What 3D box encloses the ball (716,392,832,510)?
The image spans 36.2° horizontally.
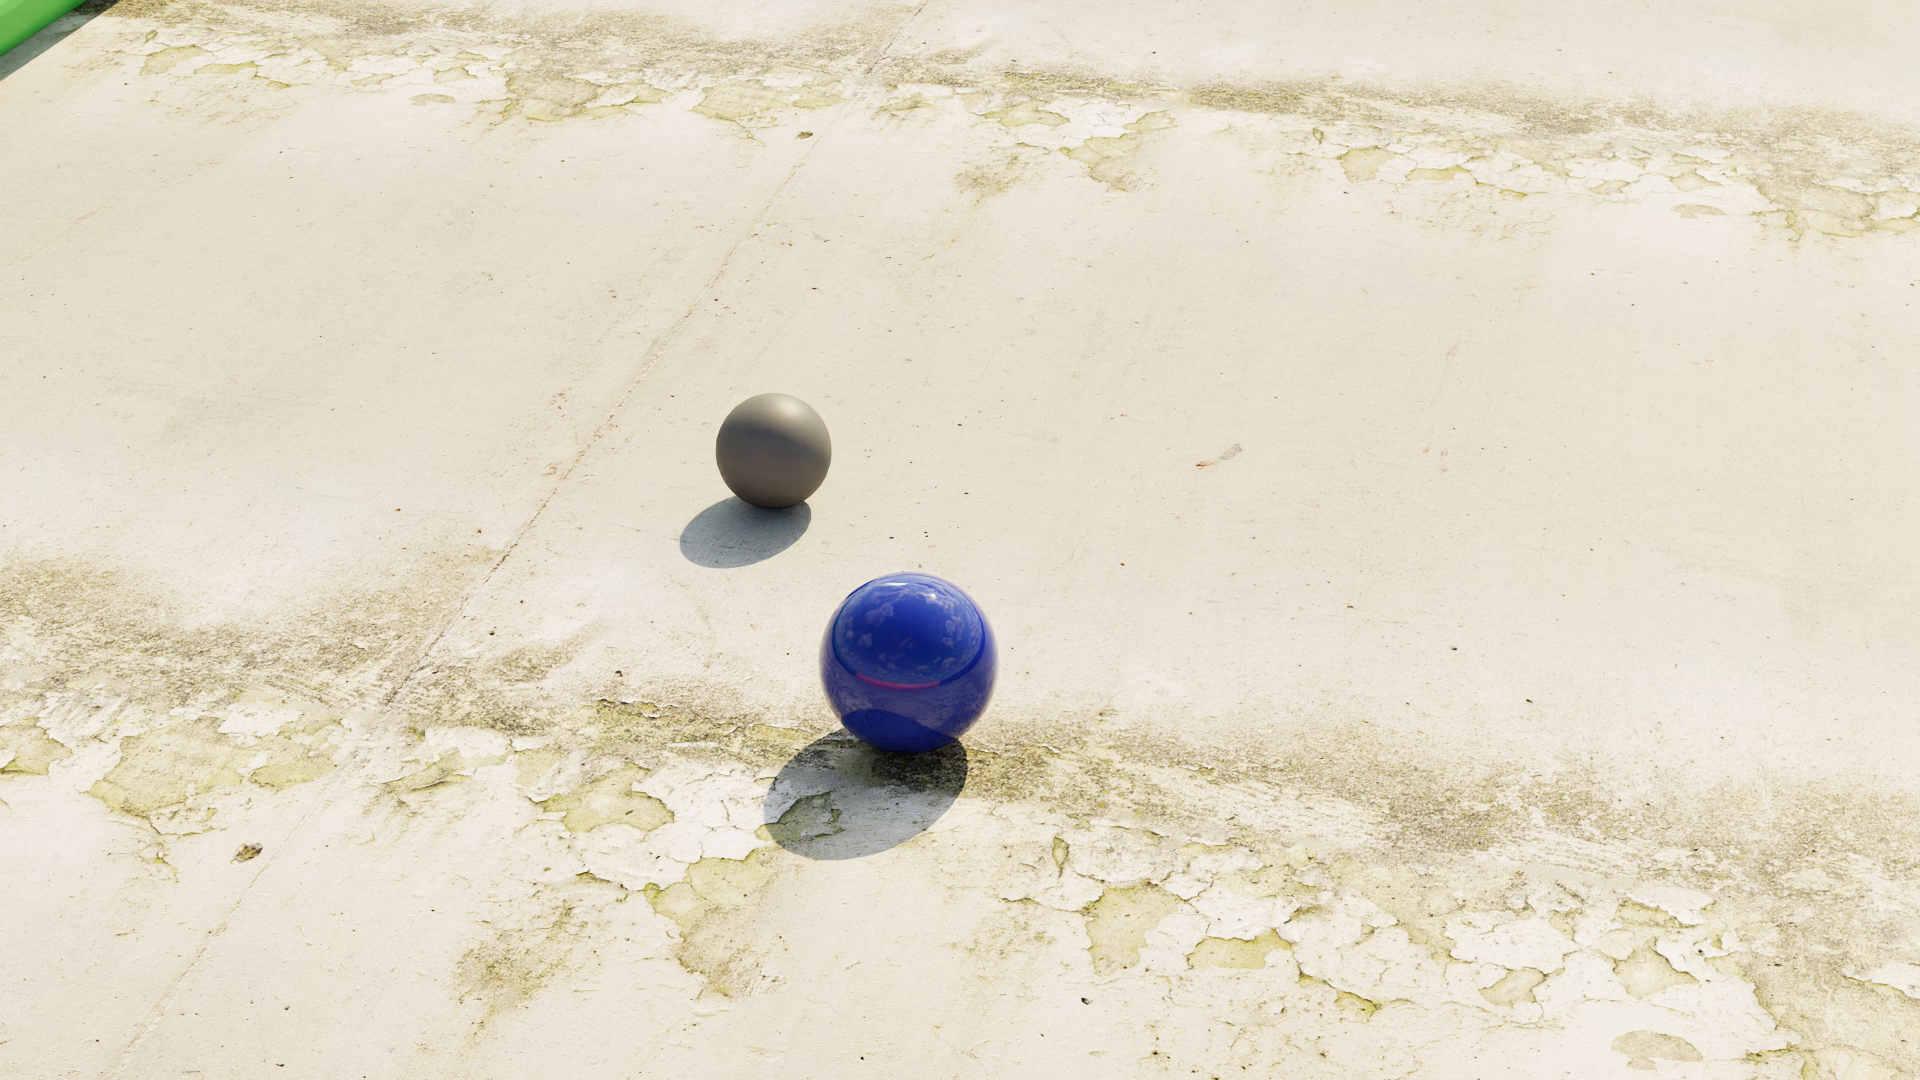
[{"bbox_3d":[-0.112,-0.053,1.764,0.070,0.070,0.070,0,29,0],"label":"ball"}]

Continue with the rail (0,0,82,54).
[{"bbox_3d":[-0.727,-0.575,2.643,0.045,0.123,3.735,7,30,12],"label":"rail"}]

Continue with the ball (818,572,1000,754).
[{"bbox_3d":[-0.027,0.064,1.529,0.095,0.095,0.095,0,29,0],"label":"ball"}]
